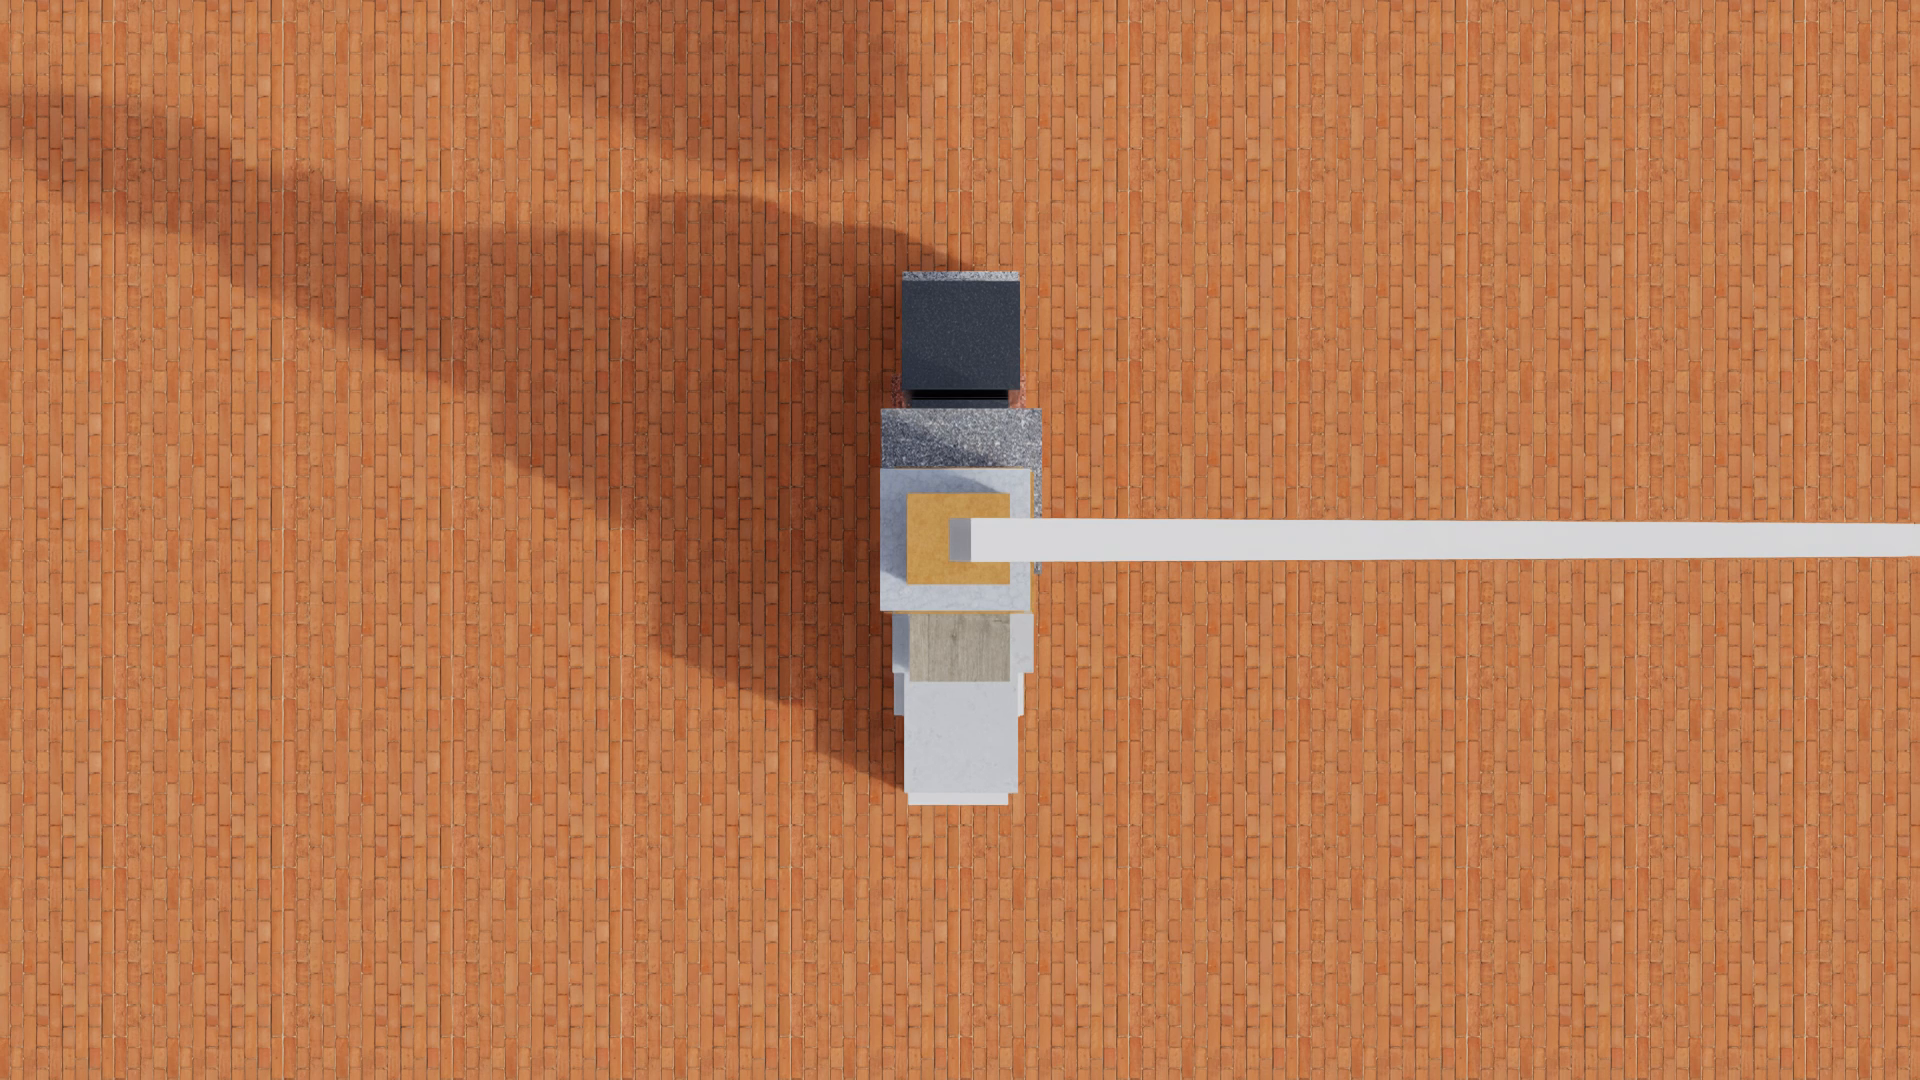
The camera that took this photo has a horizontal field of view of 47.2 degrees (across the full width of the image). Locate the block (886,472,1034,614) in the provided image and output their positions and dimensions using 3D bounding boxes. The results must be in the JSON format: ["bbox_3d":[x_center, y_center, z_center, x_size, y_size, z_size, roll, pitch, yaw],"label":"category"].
[{"bbox_3d":[-0.001,0.014,10.325,0.668,0.687,0.645,0,90,0],"label":"block"}]

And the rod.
[{"bbox_3d":[2.234,0.000,5.383,5.200,0.080,0.080,0,90,-31],"label":"rod"}]

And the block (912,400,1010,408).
[{"bbox_3d":[0.003,-0.463,11.938,0.513,0.568,0.555,0,90,0],"label":"block"}]

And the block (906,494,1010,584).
[{"bbox_3d":[-0.005,-0.003,8.250,0.379,0.327,0.336,0,90,0],"label":"block"}]

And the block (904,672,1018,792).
[{"bbox_3d":[0.006,1.006,11.968,0.600,0.678,0.658,0,91,0],"label":"block"}]

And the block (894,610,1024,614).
[{"bbox_3d":[-0.005,0.009,9.652,0.545,0.659,0.616,0,90,0],"label":"block"}]

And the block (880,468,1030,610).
[{"bbox_3d":[-0.018,0.000,8.660,0.575,0.494,0.544,0,90,0],"label":"block"}]

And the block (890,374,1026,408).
[{"bbox_3d":[-0.008,-0.537,12.611,0.752,0.778,0.770,0,90,0],"label":"block"}]

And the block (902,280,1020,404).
[{"bbox_3d":[0.006,-1.062,11.927,0.626,0.608,0.580,0,86,0],"label":"block"}]

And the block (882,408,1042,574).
[{"bbox_3d":[0.008,-0.233,11.003,0.781,0.664,0.807,0,90,0],"label":"block"}]

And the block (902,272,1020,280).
[{"bbox_3d":[0.005,-1.218,12.654,0.651,0.691,0.572,0,90,0],"label":"block"}]

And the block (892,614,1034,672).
[{"bbox_3d":[0.015,0.255,11.788,0.727,0.887,0.839,0,91,0],"label":"block"}]

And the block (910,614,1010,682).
[{"bbox_3d":[-0.001,0.438,11.054,0.491,0.590,0.496,0,91,0],"label":"block"}]

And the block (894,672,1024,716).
[{"bbox_3d":[-0.008,0.683,12.654,0.723,0.693,0.595,0,90,0],"label":"block"}]

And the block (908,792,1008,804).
[{"bbox_3d":[-0.009,1.248,12.742,0.566,0.515,0.513,0,90,0],"label":"block"}]
